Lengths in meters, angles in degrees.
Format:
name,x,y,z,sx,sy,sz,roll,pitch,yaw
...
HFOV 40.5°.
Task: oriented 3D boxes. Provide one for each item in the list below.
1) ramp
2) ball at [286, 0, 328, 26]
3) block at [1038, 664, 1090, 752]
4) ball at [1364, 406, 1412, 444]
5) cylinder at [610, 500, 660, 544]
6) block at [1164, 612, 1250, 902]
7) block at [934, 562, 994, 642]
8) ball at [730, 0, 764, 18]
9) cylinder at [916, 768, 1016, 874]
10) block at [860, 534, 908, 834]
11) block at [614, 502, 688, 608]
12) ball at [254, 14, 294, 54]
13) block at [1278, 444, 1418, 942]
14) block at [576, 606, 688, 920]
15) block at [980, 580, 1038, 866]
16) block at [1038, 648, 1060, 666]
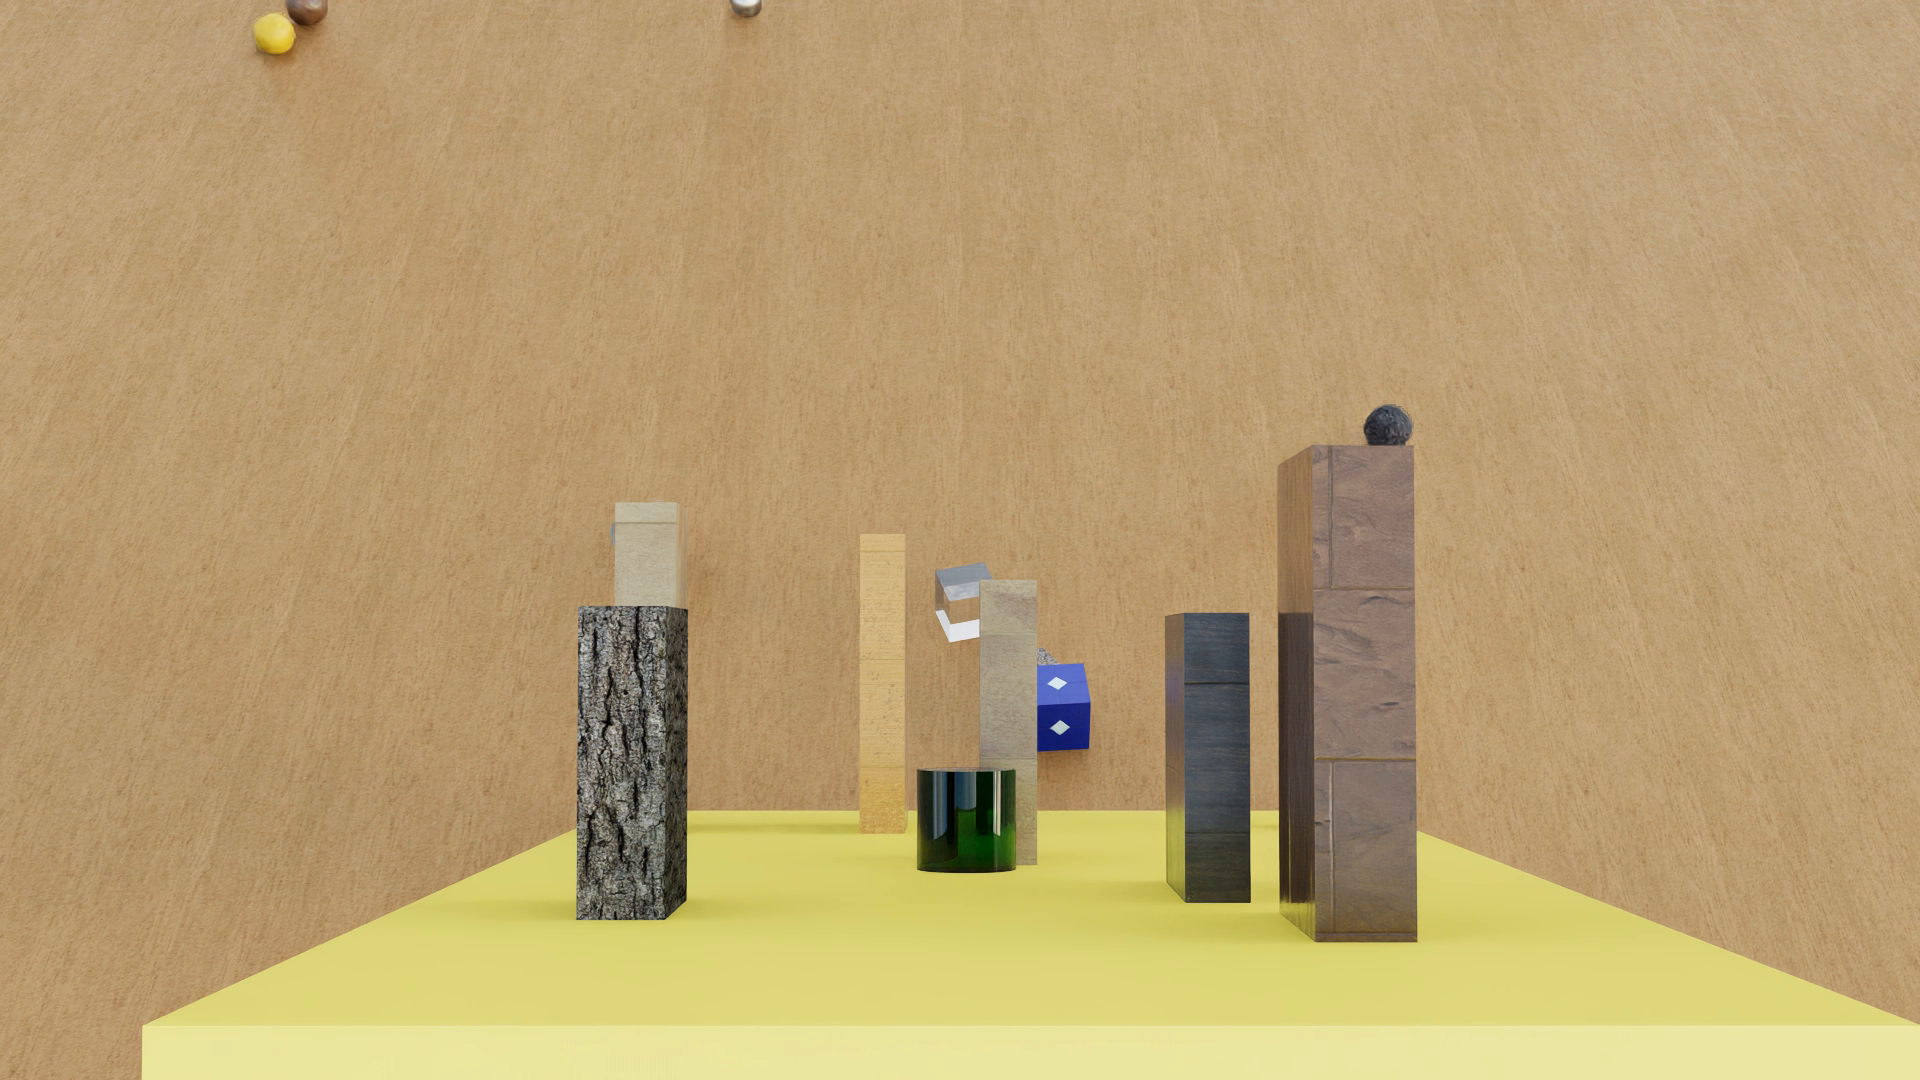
name,x,y,z,sx,sy,sz,roll,pitch,yaw
ramp,0.081,0.683,4.920,2.000,0.100,4.000,0,-3,0
ball,-2.721,-2.229,10.839,0.173,0.173,0.173,0,37,0
block,0.268,0.467,7.247,0.169,0.169,0.169,-3,37,-4
ball,1.374,-0.356,8.361,0.150,0.150,0.150,0,37,0
cylinder,-0.955,-0.021,7.911,0.153,0.153,0.153,29,45,33
block,0.433,0.375,4.578,0.110,0.487,0.409,0,-3,0
block,0.021,0.182,7.641,0.152,0.152,0.152,-10,38,-13
ball,-0.894,-2.259,10.909,0.137,0.137,0.137,0,37,0
cylinder,0.012,0.542,5.053,0.193,0.193,0.193,0,-3,0
block,-0.181,0.342,6.244,0.105,0.697,0.385,0,-3,0
block,-0.736,0.303,6.198,0.143,0.772,0.246,0,-3,0
ball,-2.803,-2.066,10.630,0.164,0.164,0.164,0,37,0
block,0.589,0.231,3.994,0.148,0.722,0.423,0,-3,0
block,-0.533,0.357,4.257,0.139,0.493,0.332,0,-3,0
block,0.097,0.368,5.308,0.113,0.565,0.311,0,-3,0
block,0.218,0.394,7.394,0.109,0.109,0.109,-21,42,-26
